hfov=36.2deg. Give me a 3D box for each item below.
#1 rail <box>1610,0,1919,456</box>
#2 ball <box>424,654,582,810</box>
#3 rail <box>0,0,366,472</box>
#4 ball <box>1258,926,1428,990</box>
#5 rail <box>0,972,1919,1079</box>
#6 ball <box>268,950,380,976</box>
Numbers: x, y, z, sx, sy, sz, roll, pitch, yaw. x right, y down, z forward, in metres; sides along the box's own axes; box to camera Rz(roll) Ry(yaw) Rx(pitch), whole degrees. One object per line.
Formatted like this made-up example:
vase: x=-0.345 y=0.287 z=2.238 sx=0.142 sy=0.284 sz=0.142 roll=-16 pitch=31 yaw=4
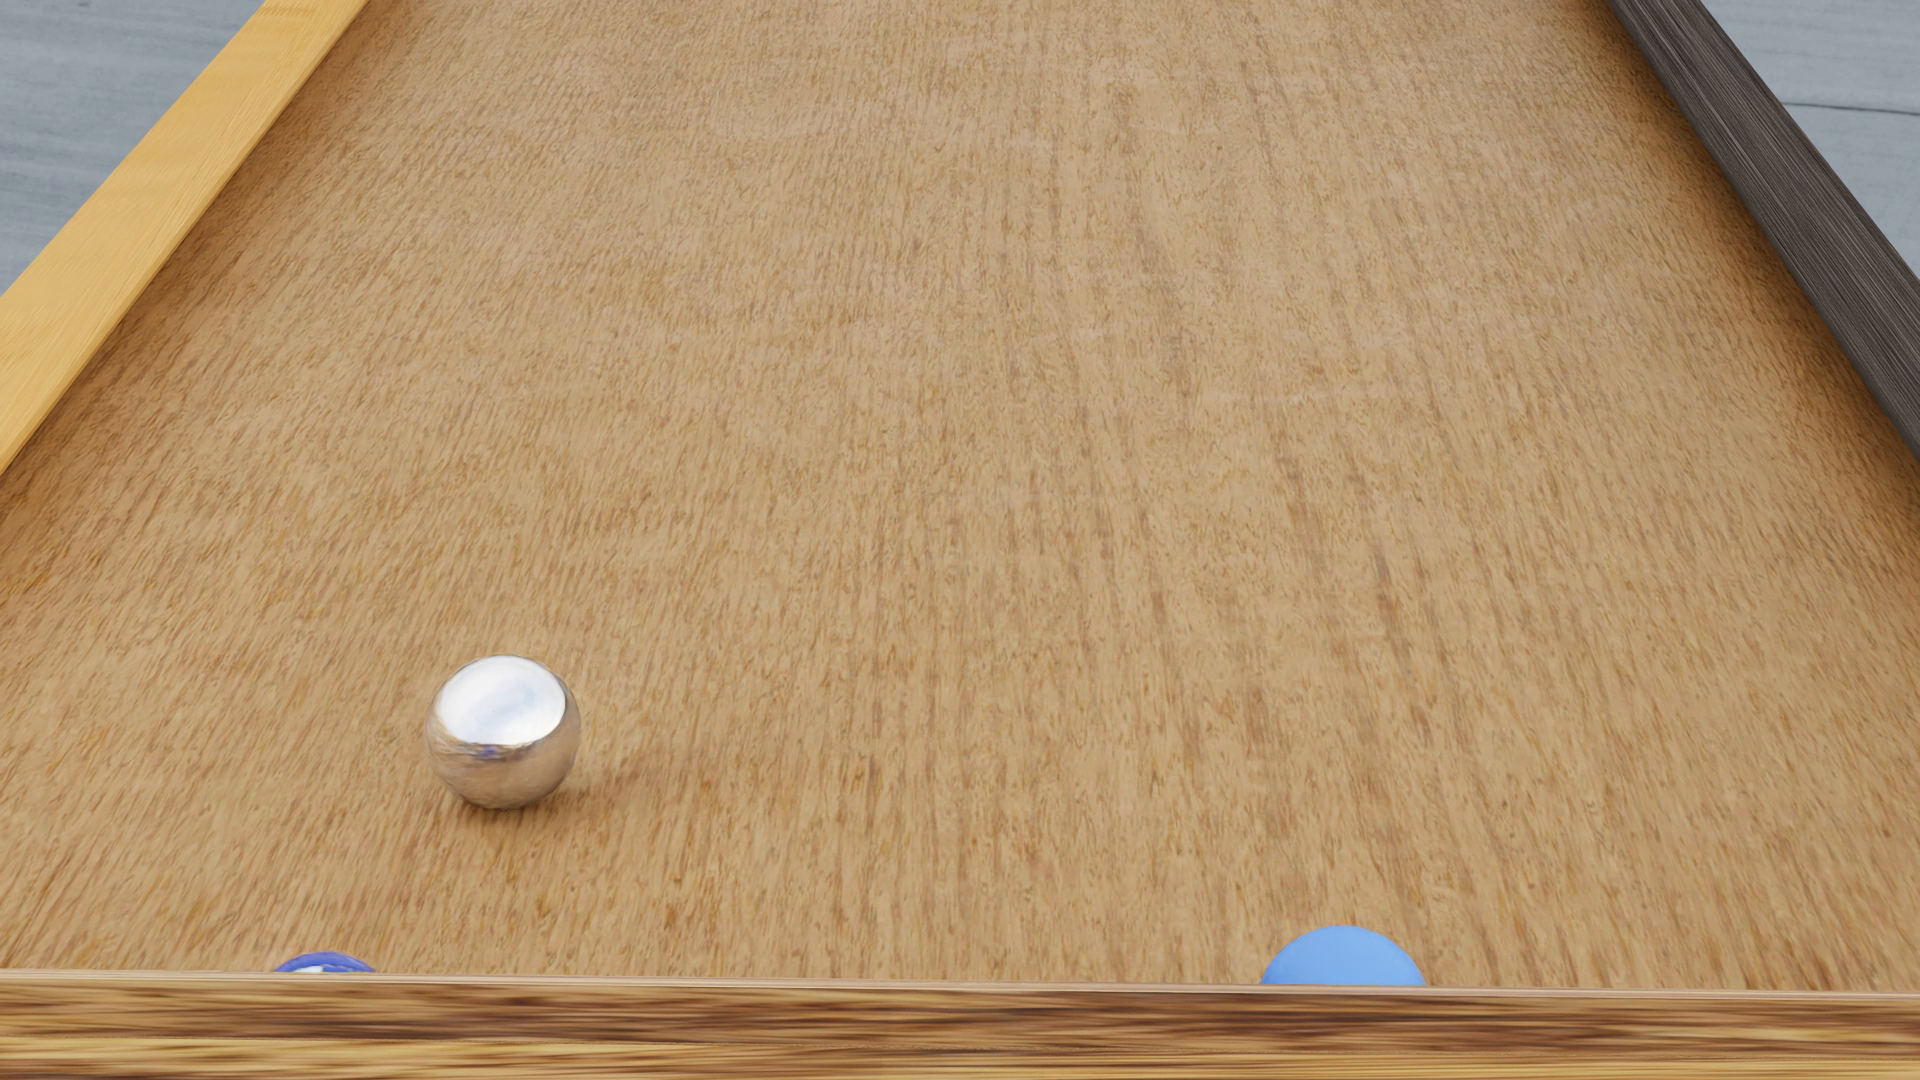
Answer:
rail: x=0.688 y=-0.287 z=2.491 sx=0.045 sy=0.116 sz=2.551 roll=1 pitch=25 yaw=1
ball: x=-0.262 y=0.110 z=1.688 sx=0.089 sy=0.089 sz=0.089 roll=0 pitch=25 yaw=0
rail: x=-0.661 y=-0.299 z=2.517 sx=0.045 sy=0.116 sz=2.551 roll=1 pitch=25 yaw=1
ball: x=0.187 y=0.232 z=1.434 sx=0.086 sy=0.086 sz=0.086 roll=0 pitch=25 yaw=0
rail: x=-0.013 y=0.243 z=1.373 sx=1.396 sy=0.116 sz=0.045 roll=1 pitch=25 yaw=1
ball: x=-0.311 y=0.237 z=1.438 sx=0.072 sy=0.072 sz=0.072 roll=0 pitch=25 yaw=0
